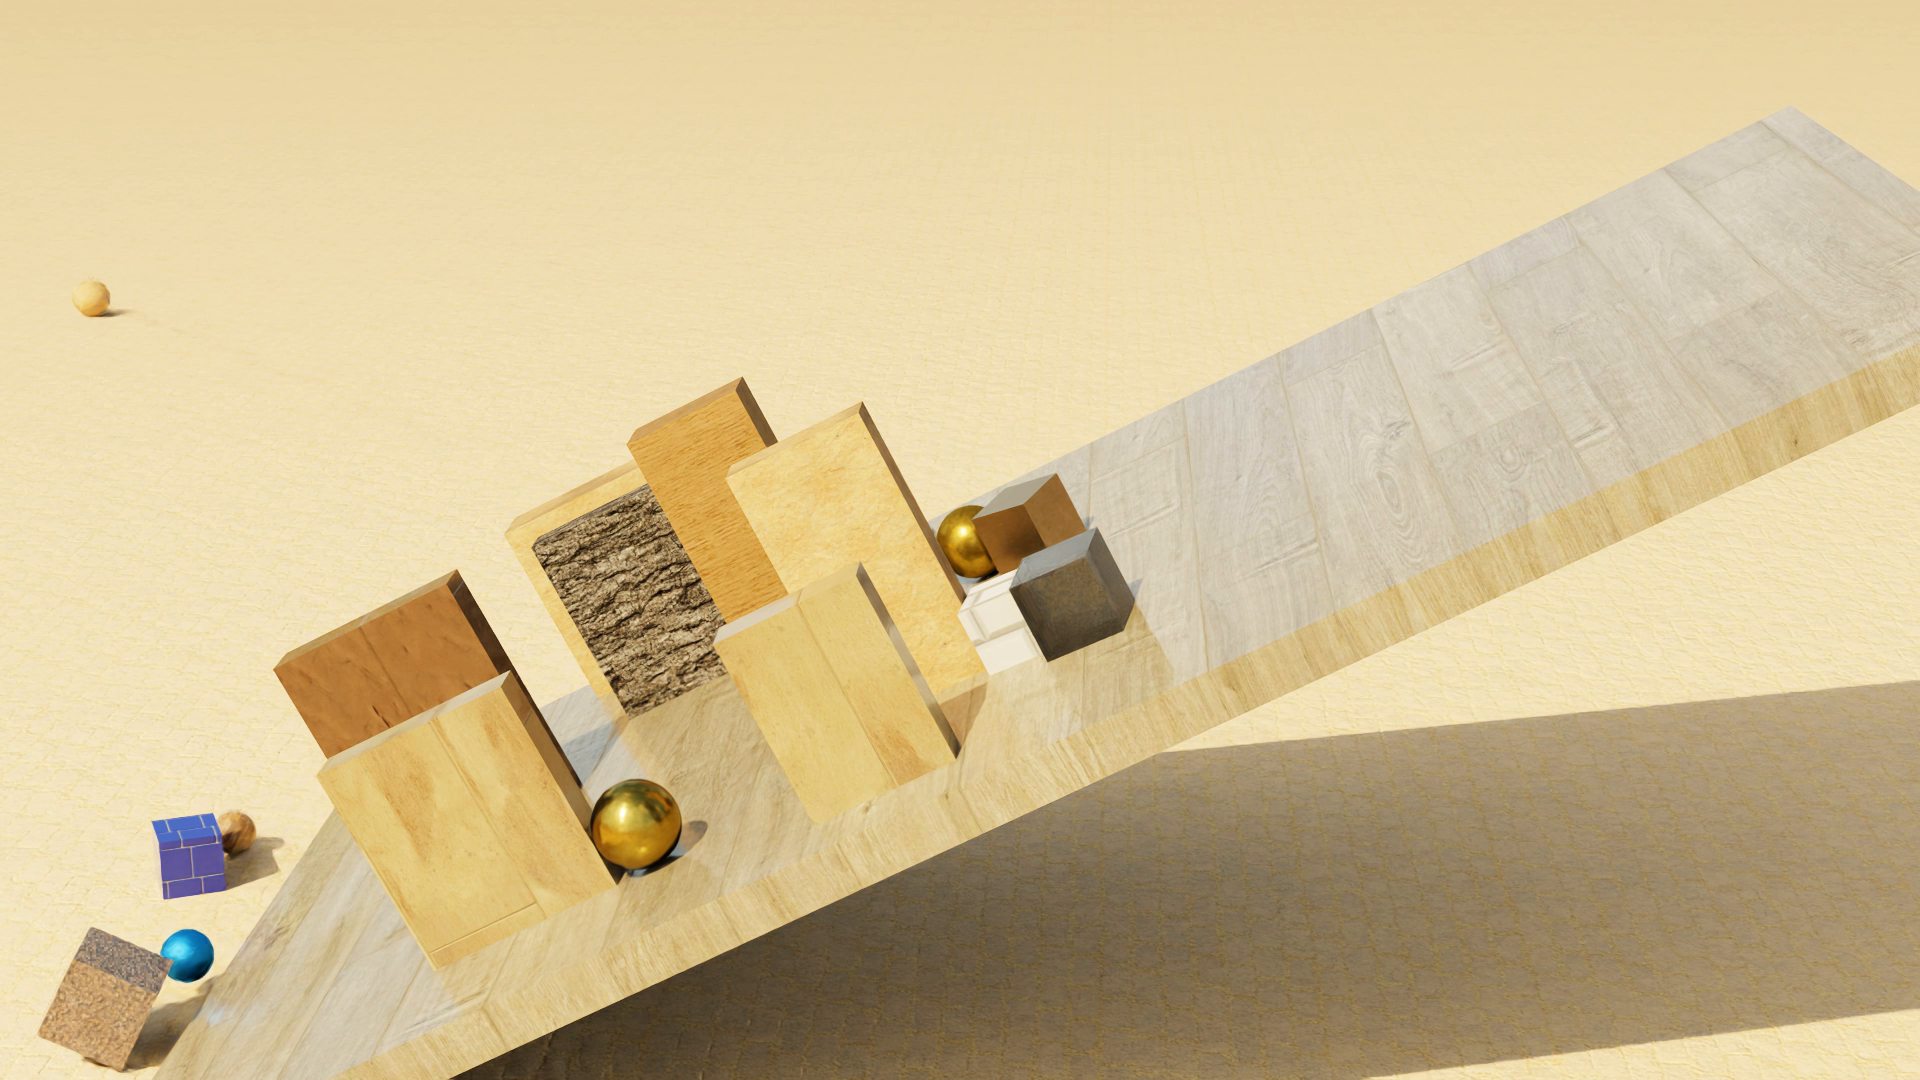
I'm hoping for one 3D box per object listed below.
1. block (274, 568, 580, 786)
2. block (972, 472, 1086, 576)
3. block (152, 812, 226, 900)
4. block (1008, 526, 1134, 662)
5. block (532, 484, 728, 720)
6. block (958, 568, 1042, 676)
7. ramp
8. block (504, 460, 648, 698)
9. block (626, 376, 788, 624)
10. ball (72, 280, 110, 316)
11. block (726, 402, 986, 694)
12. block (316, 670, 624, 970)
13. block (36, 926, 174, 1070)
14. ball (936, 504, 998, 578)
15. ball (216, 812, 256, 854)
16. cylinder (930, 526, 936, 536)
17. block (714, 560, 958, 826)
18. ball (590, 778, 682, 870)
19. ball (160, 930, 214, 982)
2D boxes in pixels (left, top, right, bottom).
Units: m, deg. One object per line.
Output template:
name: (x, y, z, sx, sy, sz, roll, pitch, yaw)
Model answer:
block: (-1.181, 0.415, 6.543, 0.445, 0.562, 0.110, -26, 14, 10)
block: (0.152, -0.031, 6.443, 0.152, 0.152, 0.152, -16, 18, 40)
block: (-1.914, 0.784, 7.299, 0.151, 0.151, 0.151, -6, 18, -20)
block: (0.221, 0.106, 5.778, 0.168, 0.168, 0.168, -23, 14, 18)
block: (-0.726, 0.133, 6.872, 0.354, 0.472, 0.086, -26, 14, 10)
block: (0.102, 0.157, 5.877, 0.142, 0.142, 0.142, -23, 14, 19)
ramp: (0.140, 0.168, 6.281, 4.000, 0.100, 2.000, -26, 14, 10)
block: (-0.802, 0.073, 7.243, 0.445, 0.470, 0.144, -26, 14, 10)
block: (-0.459, -0.012, 6.534, 0.272, 0.637, 0.133, -26, 14, 10)
ball: (-3.993, -1.111, 13.522, 0.168, 0.168, 0.168, 0, 17, 0)
block: (-0.195, 0.051, 5.901, 0.299, 0.585, 0.098, -26, 14, 10)
block: (-0.965, 0.557, 5.814, 0.419, 0.463, 0.098, -26, 14, 10)
block: (-1.857, 0.995, 6.395, 0.194, 0.194, 0.194, 26, 10, -10)
ball: (0.028, 0.004, 6.534, 0.163, 0.163, 0.163, 0, 17, 0)
ball: (-1.850, 0.746, 7.492, 0.111, 0.111, 0.111, 0, 17, 0)
cylinder: (-0.147, 0.066, 6.550, 0.210, 0.210, 0.210, -1, 24, -2)
block: (-0.230, 0.287, 5.501, 0.300, 0.401, 0.098, -26, 14, 10)
ball: (-0.635, 0.558, 5.773, 0.179, 0.179, 0.179, 0, 17, 0)
ball: (-1.753, 0.943, 6.672, 0.120, 0.120, 0.120, 0, 17, 0)
